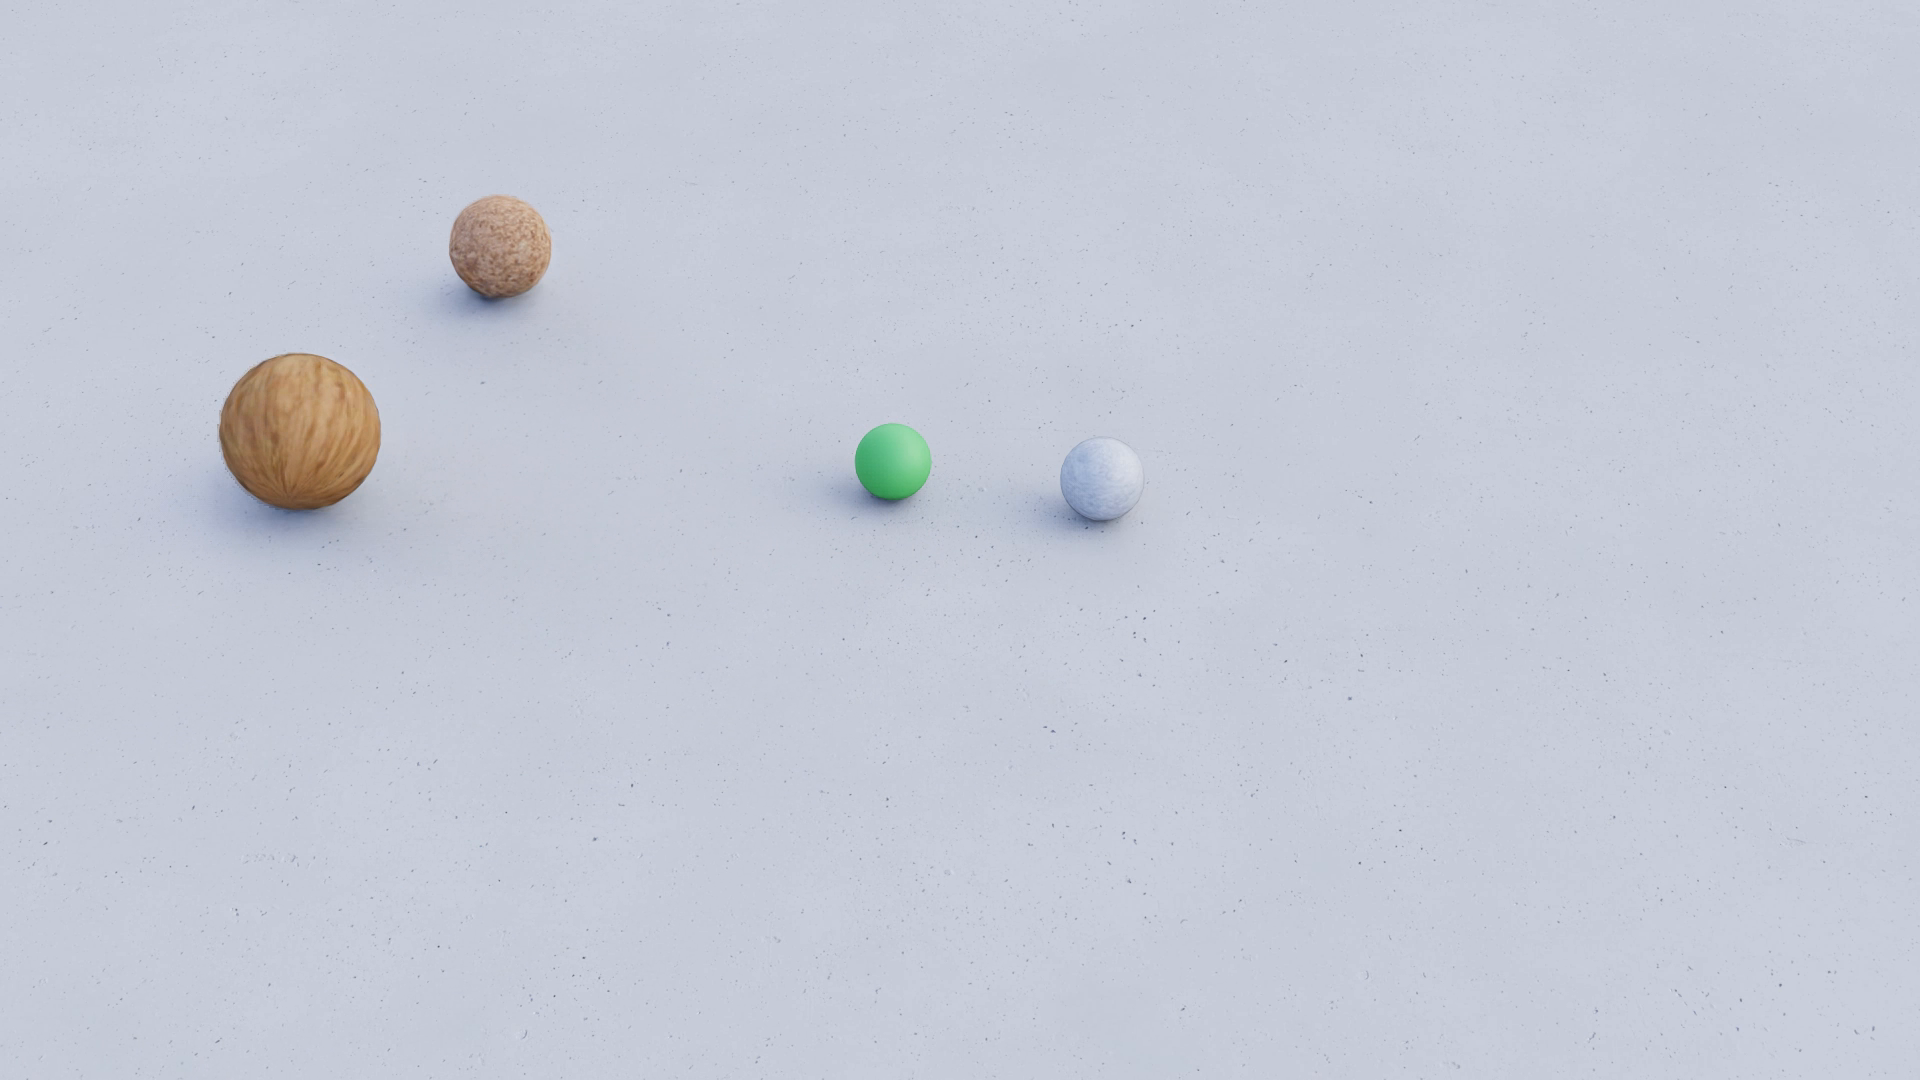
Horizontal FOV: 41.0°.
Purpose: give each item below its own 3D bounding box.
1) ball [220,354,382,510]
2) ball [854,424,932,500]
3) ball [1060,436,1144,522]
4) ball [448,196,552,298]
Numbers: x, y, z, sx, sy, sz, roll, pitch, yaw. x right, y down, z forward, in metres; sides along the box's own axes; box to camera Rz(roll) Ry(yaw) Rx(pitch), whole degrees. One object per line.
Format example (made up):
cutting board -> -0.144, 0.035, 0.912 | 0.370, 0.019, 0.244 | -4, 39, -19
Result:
ball -> -0.400, -0.066, 1.557 | 0.095, 0.095, 0.095 | 0, 37, 0
ball -> -0.041, -0.048, 1.574 | 0.047, 0.047, 0.047 | 0, 37, 0
ball -> 0.086, -0.037, 1.556 | 0.052, 0.052, 0.052 | 0, 37, 0
ball -> -0.315, -0.201, 1.757 | 0.070, 0.070, 0.070 | 0, 37, 0
